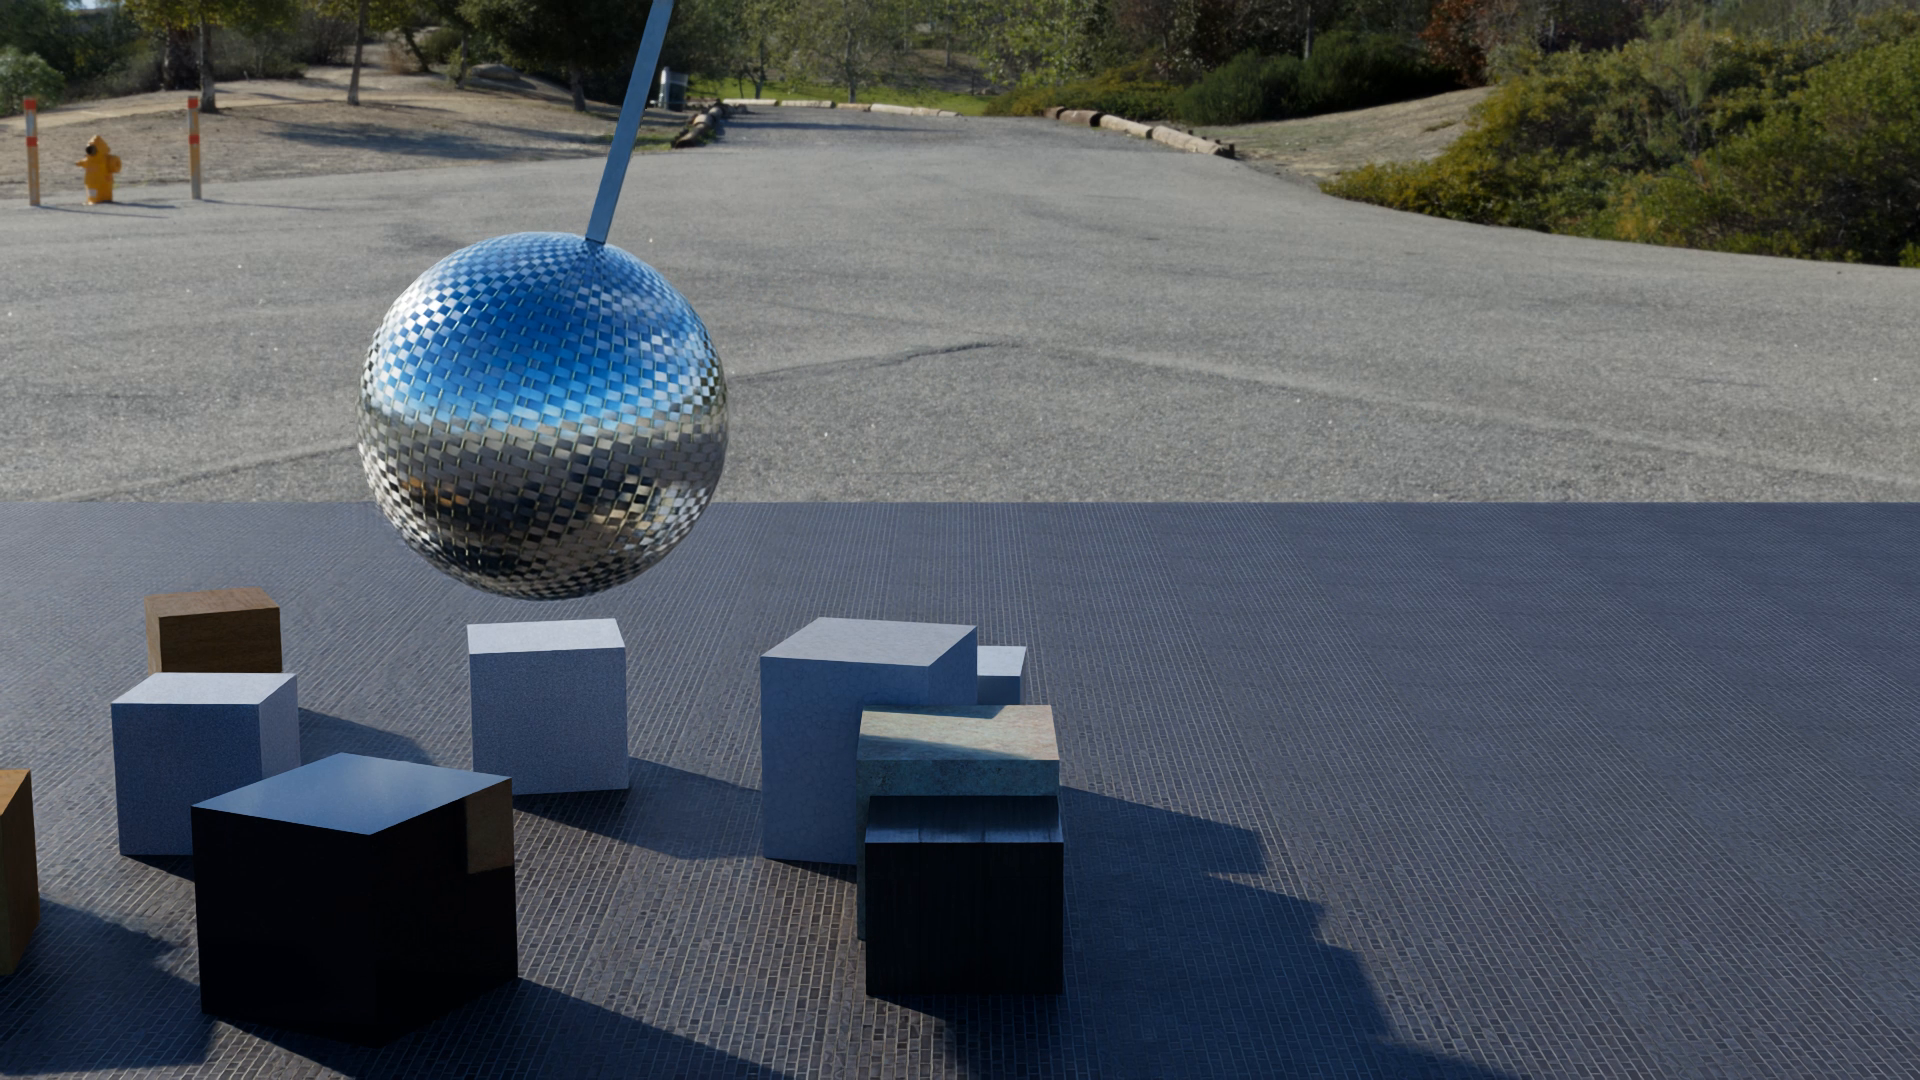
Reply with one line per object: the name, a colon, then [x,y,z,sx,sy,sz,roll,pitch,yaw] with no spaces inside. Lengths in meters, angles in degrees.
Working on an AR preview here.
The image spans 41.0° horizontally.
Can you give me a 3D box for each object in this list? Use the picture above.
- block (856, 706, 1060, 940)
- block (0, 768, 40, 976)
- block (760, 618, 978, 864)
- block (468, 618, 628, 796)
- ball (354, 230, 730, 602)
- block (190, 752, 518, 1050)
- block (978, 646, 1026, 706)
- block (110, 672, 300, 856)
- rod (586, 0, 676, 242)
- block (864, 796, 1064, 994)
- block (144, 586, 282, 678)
block: [-0.011,1.184,10.928,0.826,0.760,0.916,0,10,0]
block: [-4.141,1.345,10.346,0.680,0.651,0.697,-2,10,-11]
block: [-0.406,0.923,11.875,0.780,0.936,0.871,3,11,14]
block: [-2.087,0.835,12.956,0.754,0.721,0.690,-2,11,-12]
ball: [-1.794,-0.531,11.084,1.600,1.600,1.600,0,10,0]
block: [-2.306,1.356,9.838,0.840,0.812,0.855,5,11,26]
block: [0.017,0.919,12.621,0.587,0.676,0.643,1,10,4]
block: [-3.482,1.032,11.910,0.672,0.709,0.601,0,10,2]
rod: [-0.778,-3.723,10.503,0.080,5.200,0.080,17,10,-3]
block: [0.015,1.398,10.173,0.759,0.610,0.646,0,10,0]
block: [-4.116,0.655,14.154,0.632,0.648,0.635,-5,11,-24]
